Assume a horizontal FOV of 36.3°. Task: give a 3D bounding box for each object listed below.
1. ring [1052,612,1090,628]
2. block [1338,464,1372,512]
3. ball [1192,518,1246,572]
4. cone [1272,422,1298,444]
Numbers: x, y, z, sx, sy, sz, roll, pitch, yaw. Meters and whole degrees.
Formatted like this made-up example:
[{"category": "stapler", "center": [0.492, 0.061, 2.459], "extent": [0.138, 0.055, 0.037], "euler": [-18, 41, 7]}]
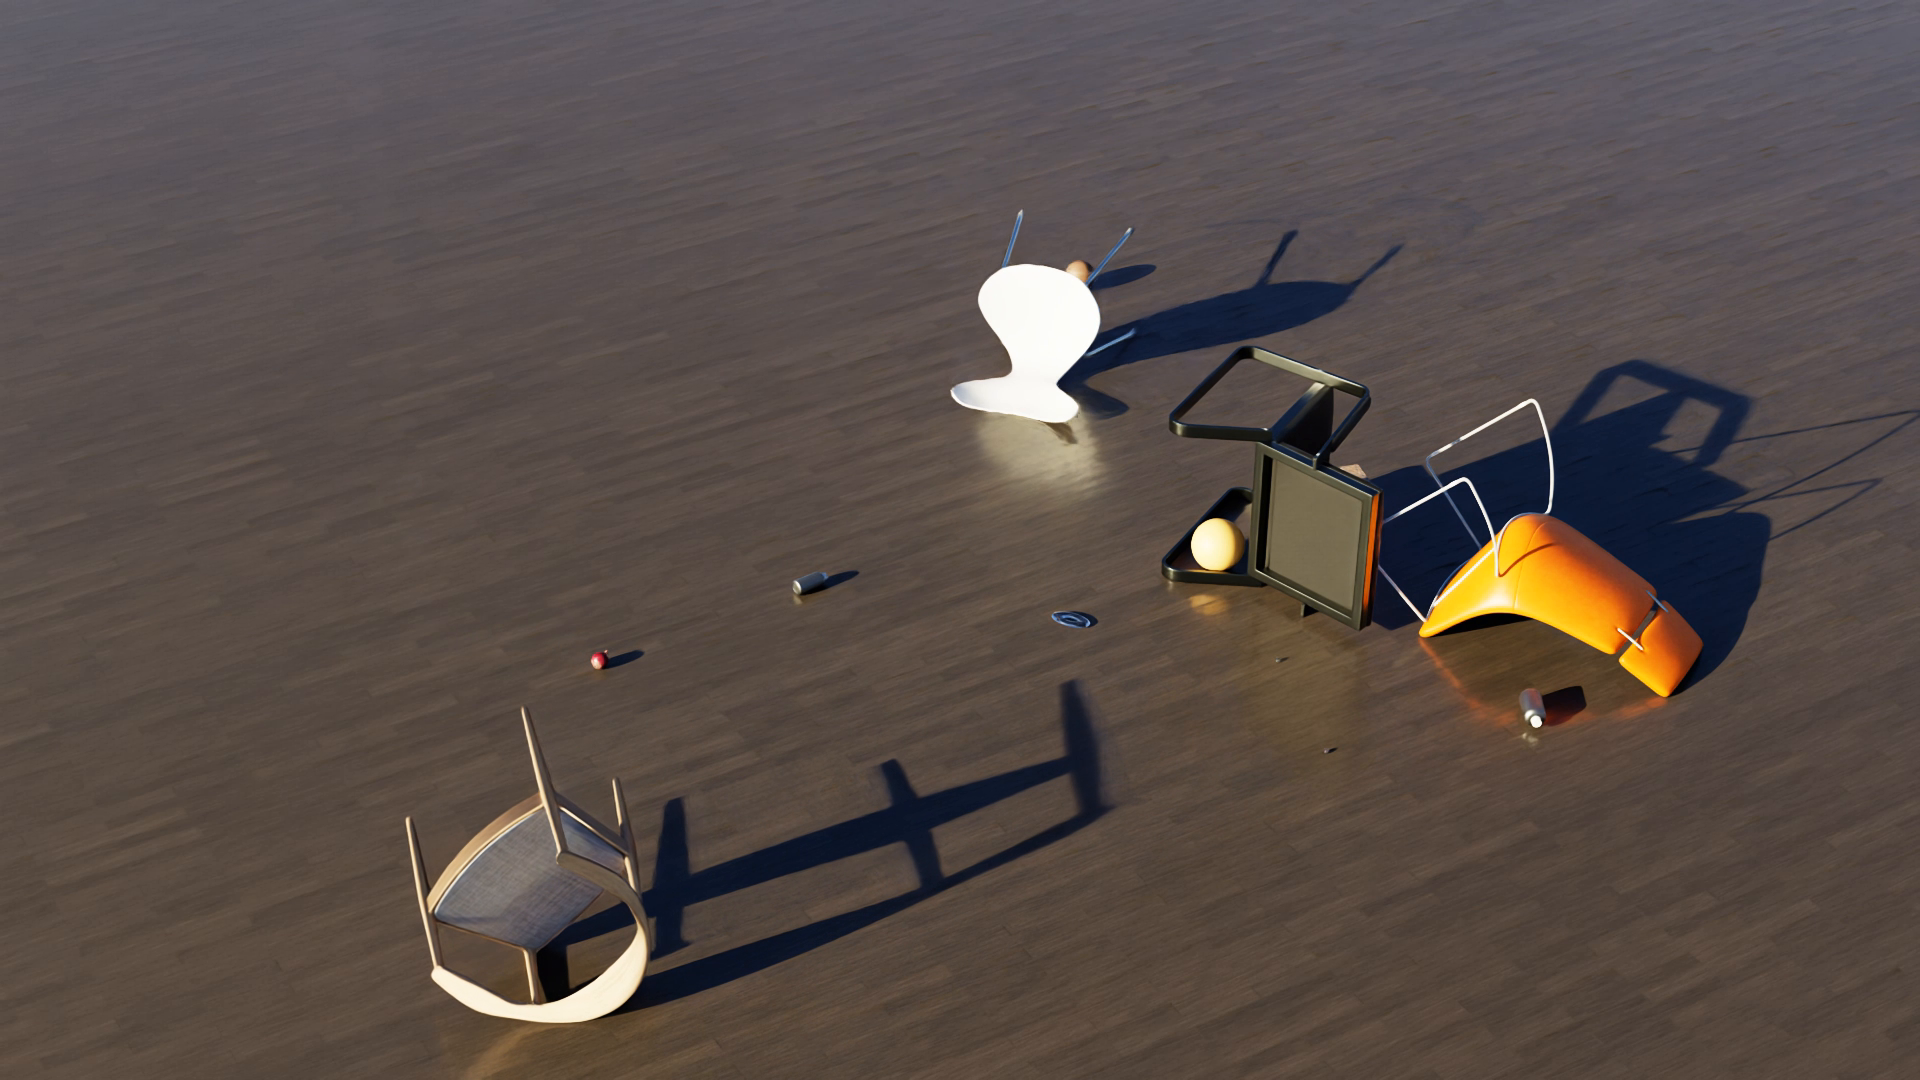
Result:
[{"category": "ring", "center": [0.396, 0.285, 10.496], "extent": [0.148, 0.018, 0.075], "euler": [16, 37, 22]}, {"category": "block", "center": [1.504, -0.198, 11.146], "extent": [0.069, 0.109, 0.154], "euler": [-8, 34, -12]}, {"category": "ball", "center": [0.946, 0.018, 10.738], "extent": [0.197, 0.197, 0.197], "euler": [0, 33, 0]}, {"category": "cone", "center": [1.293, -0.402, 11.519], "extent": [0.086, 0.085, 0.135], "euler": [35, 50, 3]}]
